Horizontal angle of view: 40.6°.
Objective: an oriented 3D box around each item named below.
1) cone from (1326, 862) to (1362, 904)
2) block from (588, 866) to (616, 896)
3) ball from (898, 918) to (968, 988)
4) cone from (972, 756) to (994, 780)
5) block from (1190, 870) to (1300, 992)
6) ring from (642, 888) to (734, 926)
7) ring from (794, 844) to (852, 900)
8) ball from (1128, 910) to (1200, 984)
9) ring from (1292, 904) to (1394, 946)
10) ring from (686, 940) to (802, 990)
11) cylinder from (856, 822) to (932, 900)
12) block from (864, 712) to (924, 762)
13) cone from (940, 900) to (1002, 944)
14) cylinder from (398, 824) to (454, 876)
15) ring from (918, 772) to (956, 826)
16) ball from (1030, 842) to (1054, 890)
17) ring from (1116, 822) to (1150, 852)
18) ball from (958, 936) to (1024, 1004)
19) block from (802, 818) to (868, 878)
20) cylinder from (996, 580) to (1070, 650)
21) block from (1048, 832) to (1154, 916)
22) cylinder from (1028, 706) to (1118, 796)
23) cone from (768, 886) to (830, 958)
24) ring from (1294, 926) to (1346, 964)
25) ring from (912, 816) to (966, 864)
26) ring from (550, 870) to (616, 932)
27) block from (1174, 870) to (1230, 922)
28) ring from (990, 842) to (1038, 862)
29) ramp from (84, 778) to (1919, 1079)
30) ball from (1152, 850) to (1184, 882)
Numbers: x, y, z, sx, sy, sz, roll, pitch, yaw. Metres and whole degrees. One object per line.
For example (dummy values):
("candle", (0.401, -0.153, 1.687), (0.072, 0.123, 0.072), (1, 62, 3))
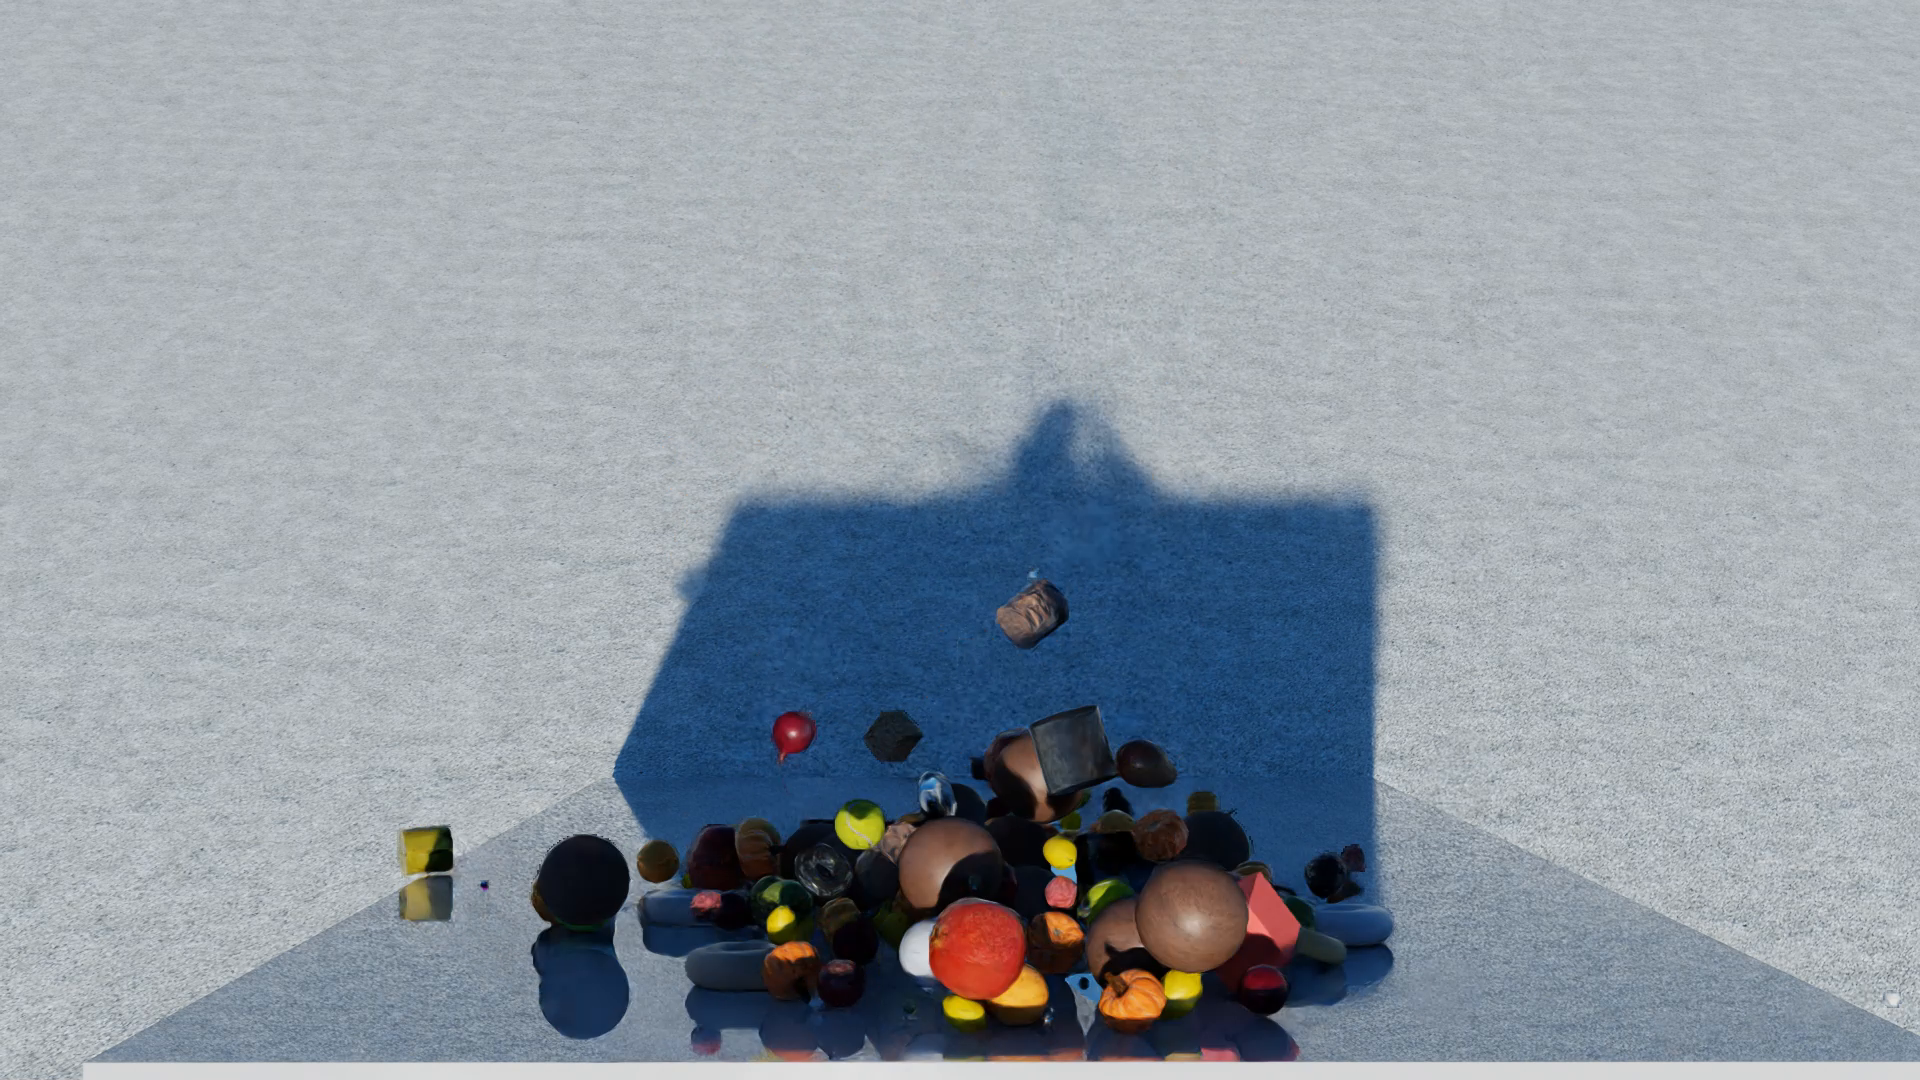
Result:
("cone", (0.565, 0.511, 3.896), (0.062, 0.062, 0.062), (-19, 77, -28))
("block", (-0.576, 0.544, 4.064), (0.053, 0.053, 0.053), (-9, -4, 20))
("ball", (-0.031, 0.490, 3.078), (0.083, 0.083, 0.083), (0, 33, 0))
("cone", (0.035, 0.448, 5.211), (0.053, 0.053, 0.053), (-15, 56, 23))
("block", (0.353, 0.485, 3.213), (0.090, 0.090, 0.090), (-33, 10, 25))
("ring", (-0.406, 0.548, 3.871), (0.136, 0.045, 0.136), (-1, -1, 0))
("ring", (-0.163, 0.397, 3.104), (0.075, 0.025, 0.075), (21, 41, -19))
("ball", (0.256, 0.510, 3.253), (0.091, 0.091, 0.091), (0, 33, 0))
("ring", (0.538, 0.543, 3.659), (0.148, 0.049, 0.148), (-1, -2, 0))
("ring", (-0.273, 0.537, 3.274), (0.148, 0.049, 0.148), (-1, -1, 0))
("cylinder", (-0.093, 0.451, 3.646), (0.080, 0.080, 0.080), (20, 46, -22))
("block", (-0.126, 0.371, 4.896), (0.067, 0.067, 0.067), (45, 21, 25))
("cone", (-0.001, 0.493, 3.363), (0.080, 0.080, 0.080), (-25, 56, -34))
("cylinder", (-0.930, 0.540, 4.516), (0.080, 0.080, 0.080), (-4, 32, -22))
("ring", (-0.038, 0.431, 4.329), (0.032, 0.095, 0.095), (-23, 25, 23))
("ball", (0.155, 0.539, 4.287), (0.076, 0.076, 0.076), (0, 33, 0))
("ring", (0.296, 0.536, 4.531), (0.092, 0.092, 0.031), (-23, 29, -32))
("ball", (0.037, 0.518, 3.120), (0.081, 0.081, 0.081), (0, 33, 0))
("block", (-0.213, 0.526, 4.426), (0.098, 0.098, 0.098), (0, -6, -13))
("cylinder", (0.128, 0.130, 4.542), (0.090, 0.090, 0.090), (28, 50, 37))
("block", (0.197, 0.465, 3.614), (0.098, 0.098, 0.098), (1, -16, -32))
("cylinder", (0.144, 0.267, 3.287), (0.091, 0.091, 0.091), (-13, 78, -19))
("cone", (-0.224, 0.518, 3.550), (0.094, 0.094, 0.094), (0, -1, 0))
("ring", (0.463, 0.536, 3.447), (0.103, 0.034, 0.103), (19, -5, 2))
("ring", (-0.057, 0.515, 4.421), (0.148, 0.049, 0.148), (-22, 11, 5))
("ring", (-0.550, 0.527, 3.783), (0.097, 0.032, 0.097), (9, 53, -12))
("block", (0.364, 0.536, 3.896), (0.070, 0.070, 0.070), (0, -1, 18))
("ring", (0.100, 0.570, 4.739), (0.093, 0.031, 0.093), (0, 0, 0))
("ramp", (0.072, 0.635, 4.740), (2.000, 0.100, 4.000), (0, -1, 0))
("ball", (0.353, 0.552, 4.395), (0.055, 0.055, 0.055), (0, 33, 0))
